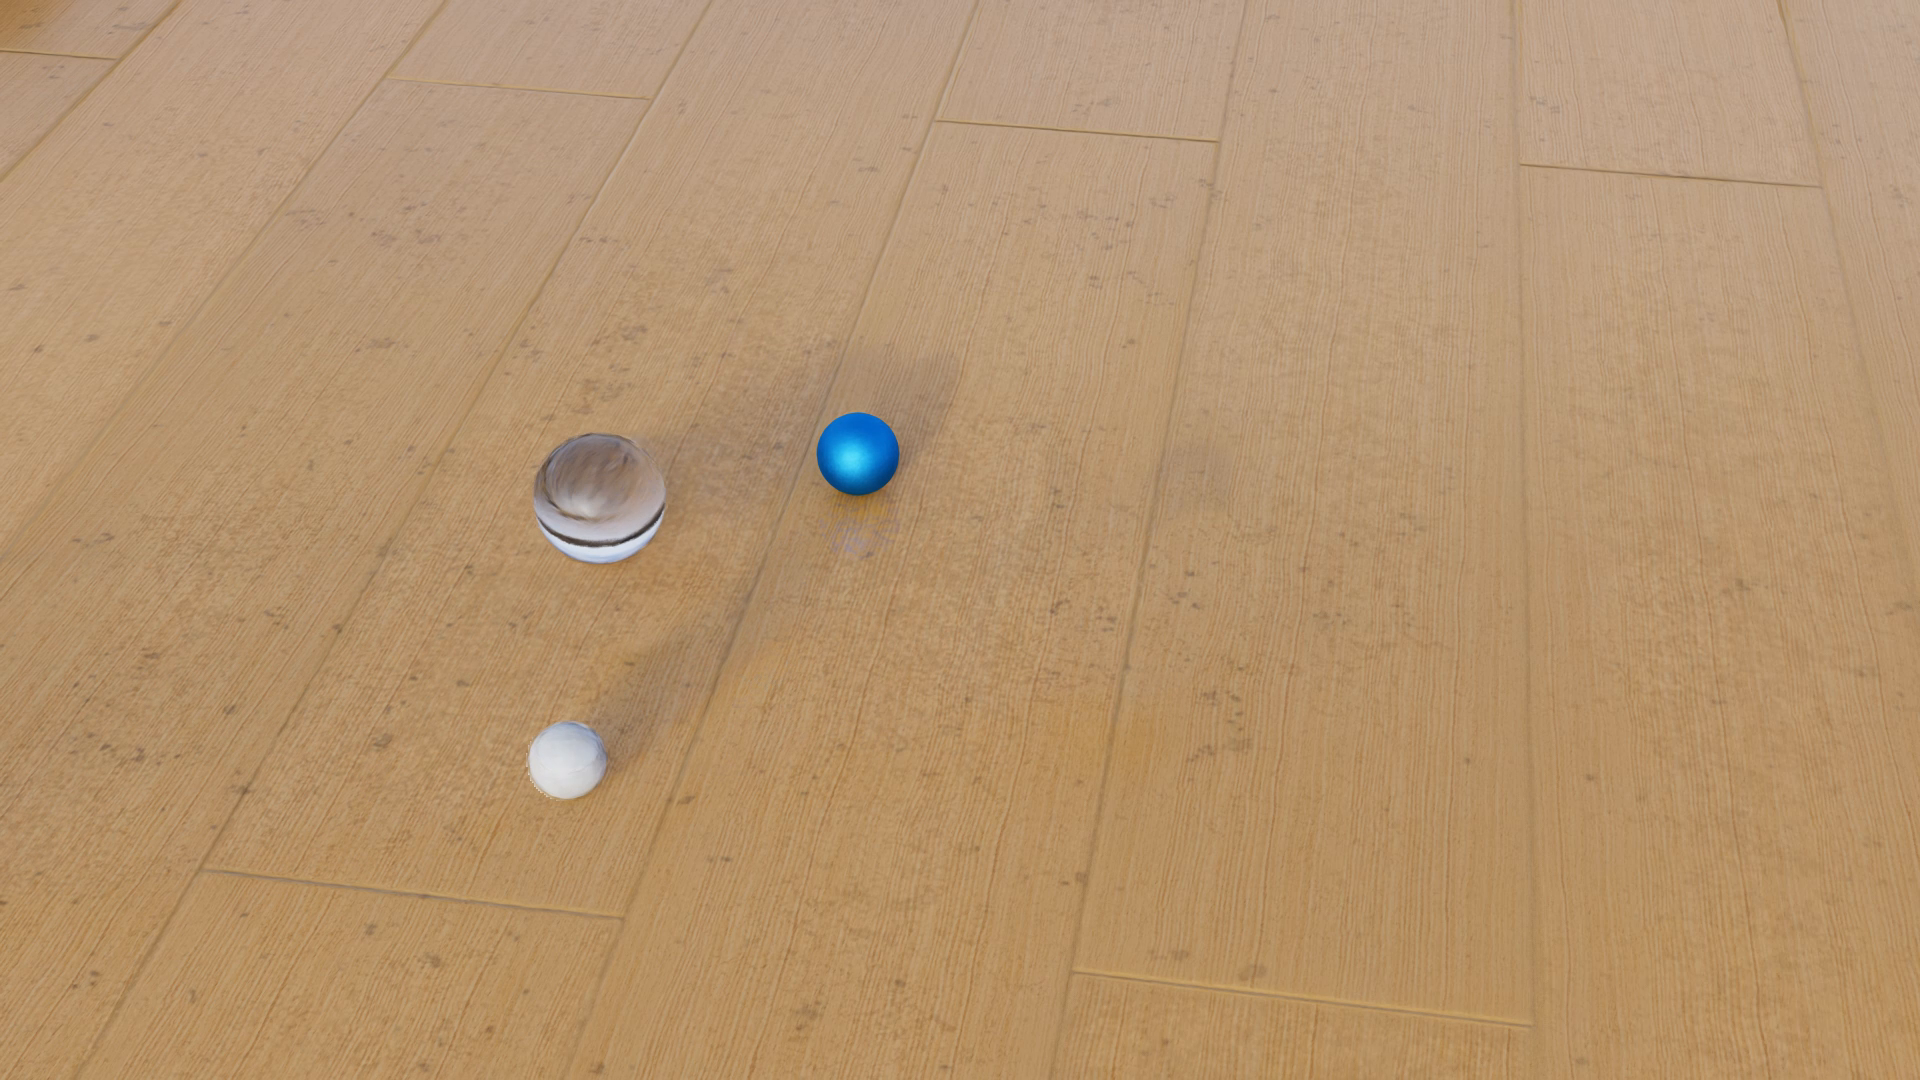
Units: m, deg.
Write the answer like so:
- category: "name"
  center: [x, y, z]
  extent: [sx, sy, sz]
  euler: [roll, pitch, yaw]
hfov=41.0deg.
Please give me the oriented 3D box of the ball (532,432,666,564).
- category: "ball"
  center: [-0.237, -0.027, 1.688]
  extent: [0.087, 0.087, 0.087]
  euler: [0, 36, 0]

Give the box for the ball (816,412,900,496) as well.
- category: "ball"
  center: [-0.070, -0.059, 1.757]
  extent: [0.057, 0.057, 0.057]
  euler: [0, 36, 0]

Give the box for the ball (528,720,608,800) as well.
- category: "ball"
  center: [-0.230, 0.129, 1.506]
  extent: [0.046, 0.046, 0.046]
  euler: [0, 36, 0]
